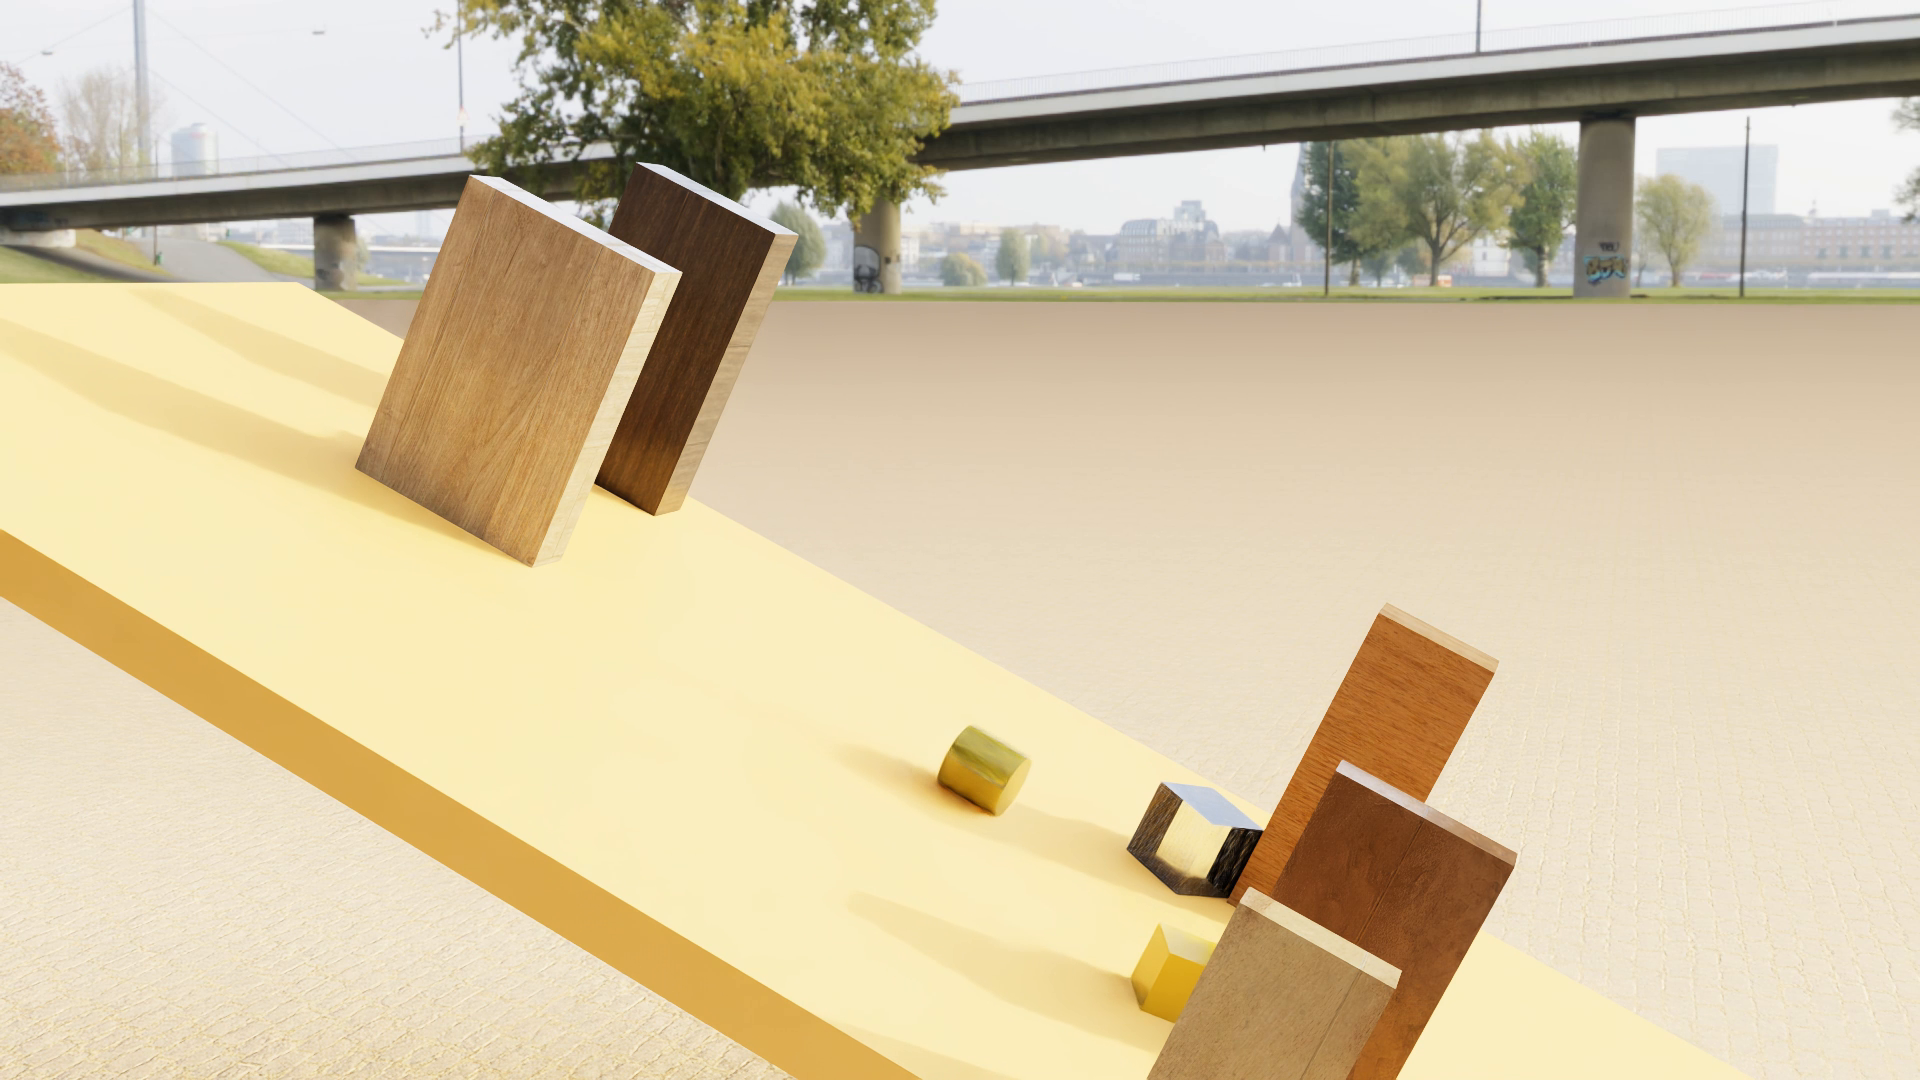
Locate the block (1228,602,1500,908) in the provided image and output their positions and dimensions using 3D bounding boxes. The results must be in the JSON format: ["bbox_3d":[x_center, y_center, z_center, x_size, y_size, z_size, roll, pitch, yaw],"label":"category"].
[{"bbox_3d":[0.778,0.469,4.256,0.240,0.648,0.141,28,14,12],"label":"block"}]

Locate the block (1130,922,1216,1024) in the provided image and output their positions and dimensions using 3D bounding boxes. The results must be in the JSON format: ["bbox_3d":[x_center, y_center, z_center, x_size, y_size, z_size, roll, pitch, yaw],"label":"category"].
[{"bbox_3d":[0.369,0.732,3.685,0.114,0.114,0.114,23,14,-10],"label":"block"}]

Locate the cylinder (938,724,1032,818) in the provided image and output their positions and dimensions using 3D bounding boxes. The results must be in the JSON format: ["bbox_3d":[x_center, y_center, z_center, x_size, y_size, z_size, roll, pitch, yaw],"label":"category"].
[{"bbox_3d":[0.046,0.439,4.184,0.130,0.130,0.130,29,16,17],"label":"cylinder"}]

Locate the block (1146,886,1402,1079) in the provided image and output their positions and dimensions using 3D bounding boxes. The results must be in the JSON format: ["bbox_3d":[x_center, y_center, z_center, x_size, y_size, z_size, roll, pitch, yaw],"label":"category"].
[{"bbox_3d":[0.426,0.737,3.149,0.243,0.404,0.084,28,14,12],"label":"block"}]

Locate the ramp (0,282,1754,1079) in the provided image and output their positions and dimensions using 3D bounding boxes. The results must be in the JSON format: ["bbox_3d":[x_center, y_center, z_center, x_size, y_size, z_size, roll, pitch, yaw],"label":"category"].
[{"bbox_3d":[-0.255,0.433,4.166,4.000,0.100,2.000,28,14,12],"label":"ramp"}]

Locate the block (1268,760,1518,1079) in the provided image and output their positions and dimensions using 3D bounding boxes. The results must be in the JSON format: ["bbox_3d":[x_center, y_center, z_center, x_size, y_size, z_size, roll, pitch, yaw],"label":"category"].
[{"bbox_3d":[0.652,0.662,3.621,0.317,0.503,0.086,28,14,12],"label":"block"}]

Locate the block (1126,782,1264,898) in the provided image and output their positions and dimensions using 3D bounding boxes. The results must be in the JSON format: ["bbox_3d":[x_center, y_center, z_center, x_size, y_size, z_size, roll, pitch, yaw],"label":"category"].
[{"bbox_3d":[0.460,0.587,4.300,0.158,0.158,0.158,12,19,-43],"label":"block"}]

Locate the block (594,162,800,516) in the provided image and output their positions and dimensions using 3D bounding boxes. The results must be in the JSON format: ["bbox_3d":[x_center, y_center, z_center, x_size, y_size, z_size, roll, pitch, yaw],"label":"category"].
[{"bbox_3d":[-0.689,-0.457,5.026,0.371,0.705,0.141,28,14,12],"label":"block"}]

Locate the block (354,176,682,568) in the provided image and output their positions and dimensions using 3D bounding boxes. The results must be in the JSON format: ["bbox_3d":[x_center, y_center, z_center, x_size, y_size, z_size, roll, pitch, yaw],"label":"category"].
[{"bbox_3d":[-0.880,-0.334,4.360,0.435,0.641,0.122,28,14,12],"label":"block"}]
